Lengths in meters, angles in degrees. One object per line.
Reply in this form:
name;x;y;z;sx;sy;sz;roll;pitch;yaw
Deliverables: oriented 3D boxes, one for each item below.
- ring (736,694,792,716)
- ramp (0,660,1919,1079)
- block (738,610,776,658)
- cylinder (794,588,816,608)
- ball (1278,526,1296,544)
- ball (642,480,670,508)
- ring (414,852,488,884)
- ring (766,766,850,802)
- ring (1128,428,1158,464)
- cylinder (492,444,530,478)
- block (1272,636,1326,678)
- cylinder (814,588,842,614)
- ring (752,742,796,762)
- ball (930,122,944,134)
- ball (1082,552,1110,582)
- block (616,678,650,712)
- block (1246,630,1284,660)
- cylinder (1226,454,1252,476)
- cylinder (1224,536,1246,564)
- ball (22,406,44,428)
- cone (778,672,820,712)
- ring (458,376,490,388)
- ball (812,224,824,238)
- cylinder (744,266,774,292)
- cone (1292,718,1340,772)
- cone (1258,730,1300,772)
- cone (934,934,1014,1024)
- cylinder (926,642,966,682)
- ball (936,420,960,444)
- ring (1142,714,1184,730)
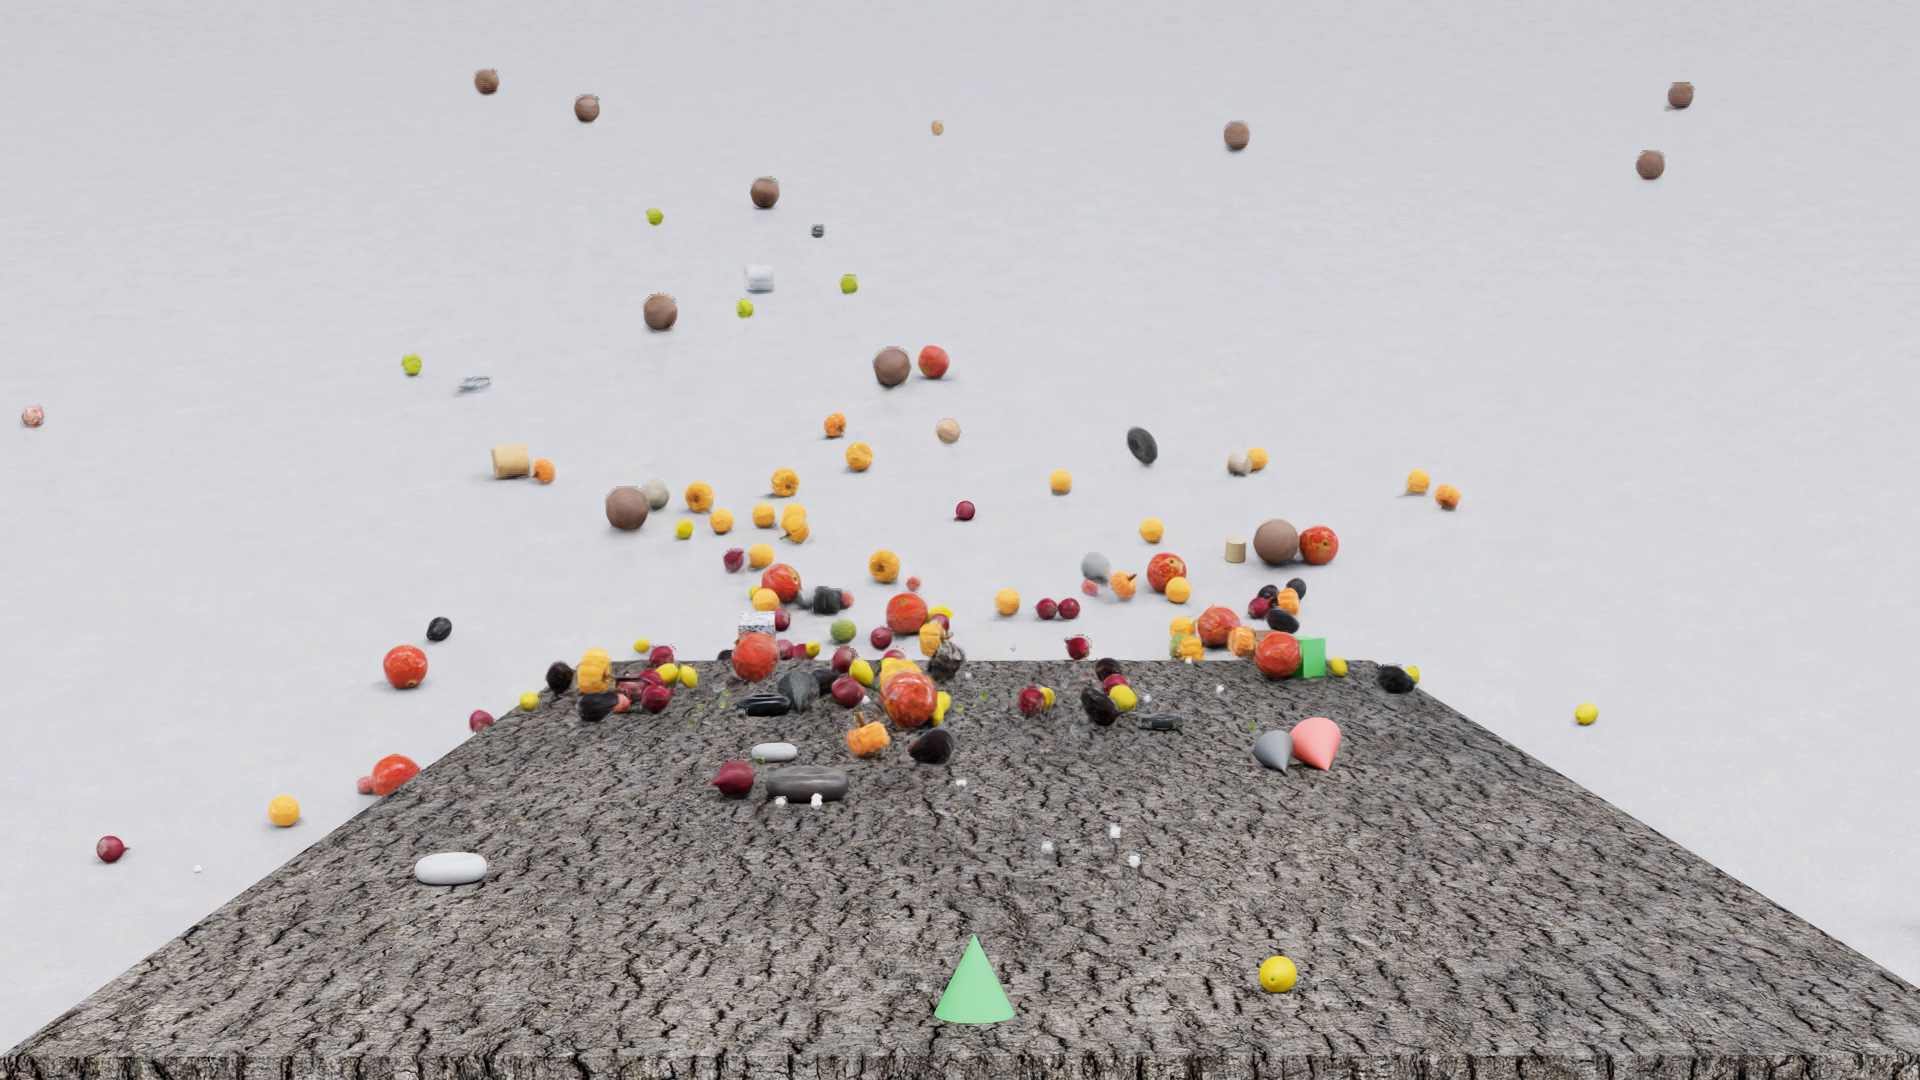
ring;-0.410;0.345;5.383;0.117;0.039;0.117;-1;3;0
ramp;0.050;0.457;4.533;2.000;0.100;4.000;0;3;0
block;-0.536;0.249;6.800;0.093;0.093;0.093;0;22;-1
cylinder;-0.420;0.159;7.082;0.051;0.051;0.051;-13;25;-29
ball;0.956;-0.014;7.514;0.052;0.052;0.052;0;22;0
ball;-0.921;-0.137;7.776;0.086;0.086;0.086;0;22;0
ring;-0.689;0.445;3.480;0.097;0.032;0.097;-1;3;0
ring;-0.250;0.401;4.216;0.138;0.046;0.138;-1;4;0
ring;0.578;-0.299;8.141;0.042;0.125;0.125;-32;35;-26
cylinder;-1.403;-0.247;8.035;0.098;0.098;0.098;-10;24;-17
block;0.813;0.279;6.160;0.089;0.089;0.089;3;4;44
cylinder;-0.363;0.166;7.035;0.065;0.065;0.065;9;23;4
ring;-0.338;0.386;4.674;0.083;0.028;0.083;-1;3;0
ball;-0.111;-1.997;12.465;0.063;0.063;0.063;0;22;0
ball;0.385;0.076;7.250;0.080;0.080;0.080;0;22;0
block;-0.694;0.328;5.449;0.065;0.065;0.065;-1;3;-14
block;0.794;0.295;6.687;0.091;0.091;0.091;2;22;5
cylinder;0.877;-0.237;8.062;0.060;0.060;0.060;12;25;28
cylinder;0.793;0.028;7.397;0.060;0.060;0.060;0;22;0
ball;-3.053;-0.406;8.471;0.070;0.070;0.070;0;22;0
cone;-0.341;0.340;5.444;0.092;0.092;0.092;-1;30;-3
ring;-1.669;-0.542;8.831;0.109;0.036;0.109;-4;5;0
ball;-0.591;-1.281;10.681;0.055;0.055;0.055;0;22;0
cylinder;-0.779;-1.012;9.945;0.096;0.096;0.096;-6;23;-16
cone;0.640;0.383;4.563;0.098;0.098;0.098;-3;30;-6
cone;0.565;0.389;4.548;0.075;0.075;0.075;2;49;5
cone;0.015;0.457;2.708;0.085;0.085;0.085;0;3;0
cylinder;-0.032;0.285;6.002;0.068;0.068;0.068;26;26;-13
ball;-0.037;-0.350;8.320;0.079;0.079;0.079;0;22;0
ring;0.403;0.363;5.127;0.084;0.028;0.084;-1;2;0
